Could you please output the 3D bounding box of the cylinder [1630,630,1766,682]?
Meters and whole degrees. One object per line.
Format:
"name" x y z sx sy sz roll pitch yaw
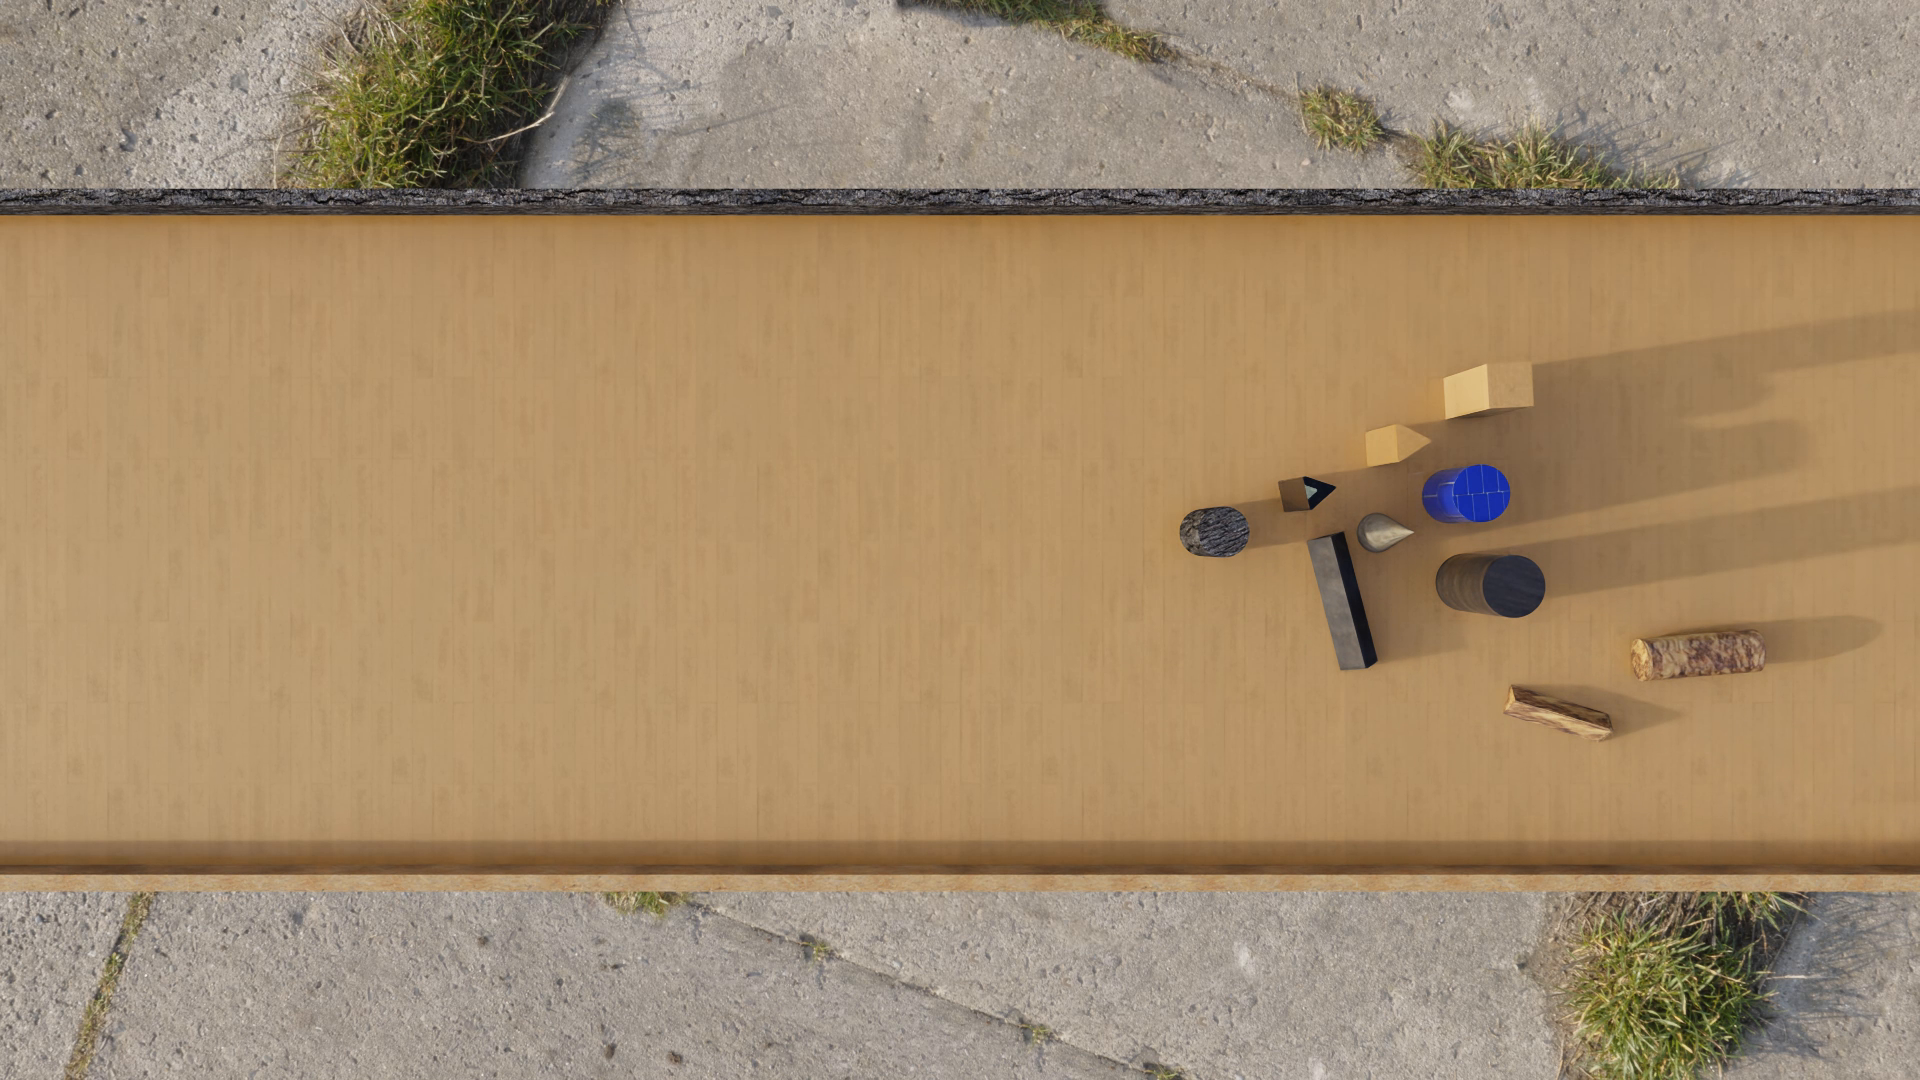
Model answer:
"cylinder" 2.242 0.350 5.012 0.354 0.130 0.130 -5 90 0

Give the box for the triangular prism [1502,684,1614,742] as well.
"triangular prism" 1.830 0.534 5.035 0.312 0.079 0.091 17 90 0

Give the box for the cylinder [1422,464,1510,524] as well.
"cylinder" 1.505 -0.135 4.919 0.167 0.316 0.167 0 90 0

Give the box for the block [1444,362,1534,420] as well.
"block" 1.555 -0.438 4.869 0.127 0.415 0.127 -3 90 0

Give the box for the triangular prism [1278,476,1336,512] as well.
"triangular prism" 1.008 -0.149 4.889 0.097 0.374 0.084 -42 90 0

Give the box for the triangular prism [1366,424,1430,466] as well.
"triangular prism" 1.276 -0.294 4.899 0.109 0.355 0.094 -33 90 0

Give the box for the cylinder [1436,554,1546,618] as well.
"cylinder" 1.552 0.130 4.848 0.177 0.457 0.177 0 90 0

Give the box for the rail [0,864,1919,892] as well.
"rail" -2.247 1.025 5.001 12.000 0.150 0.050 0 90 0

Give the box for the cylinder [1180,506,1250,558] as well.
"cylinder" 0.748 -0.023 4.876 0.145 0.401 0.145 0 90 0

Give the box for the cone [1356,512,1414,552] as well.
"cone" 1.282 -0.022 4.864 0.123 0.425 0.123 0 90 0

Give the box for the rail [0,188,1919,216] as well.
"rail" -2.247 -1.025 5.002 12.000 0.150 0.050 0 90 0

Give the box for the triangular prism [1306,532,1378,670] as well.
"triangular prism" 1.174 0.188 5.023 0.116 0.101 0.413 -15 90 0
